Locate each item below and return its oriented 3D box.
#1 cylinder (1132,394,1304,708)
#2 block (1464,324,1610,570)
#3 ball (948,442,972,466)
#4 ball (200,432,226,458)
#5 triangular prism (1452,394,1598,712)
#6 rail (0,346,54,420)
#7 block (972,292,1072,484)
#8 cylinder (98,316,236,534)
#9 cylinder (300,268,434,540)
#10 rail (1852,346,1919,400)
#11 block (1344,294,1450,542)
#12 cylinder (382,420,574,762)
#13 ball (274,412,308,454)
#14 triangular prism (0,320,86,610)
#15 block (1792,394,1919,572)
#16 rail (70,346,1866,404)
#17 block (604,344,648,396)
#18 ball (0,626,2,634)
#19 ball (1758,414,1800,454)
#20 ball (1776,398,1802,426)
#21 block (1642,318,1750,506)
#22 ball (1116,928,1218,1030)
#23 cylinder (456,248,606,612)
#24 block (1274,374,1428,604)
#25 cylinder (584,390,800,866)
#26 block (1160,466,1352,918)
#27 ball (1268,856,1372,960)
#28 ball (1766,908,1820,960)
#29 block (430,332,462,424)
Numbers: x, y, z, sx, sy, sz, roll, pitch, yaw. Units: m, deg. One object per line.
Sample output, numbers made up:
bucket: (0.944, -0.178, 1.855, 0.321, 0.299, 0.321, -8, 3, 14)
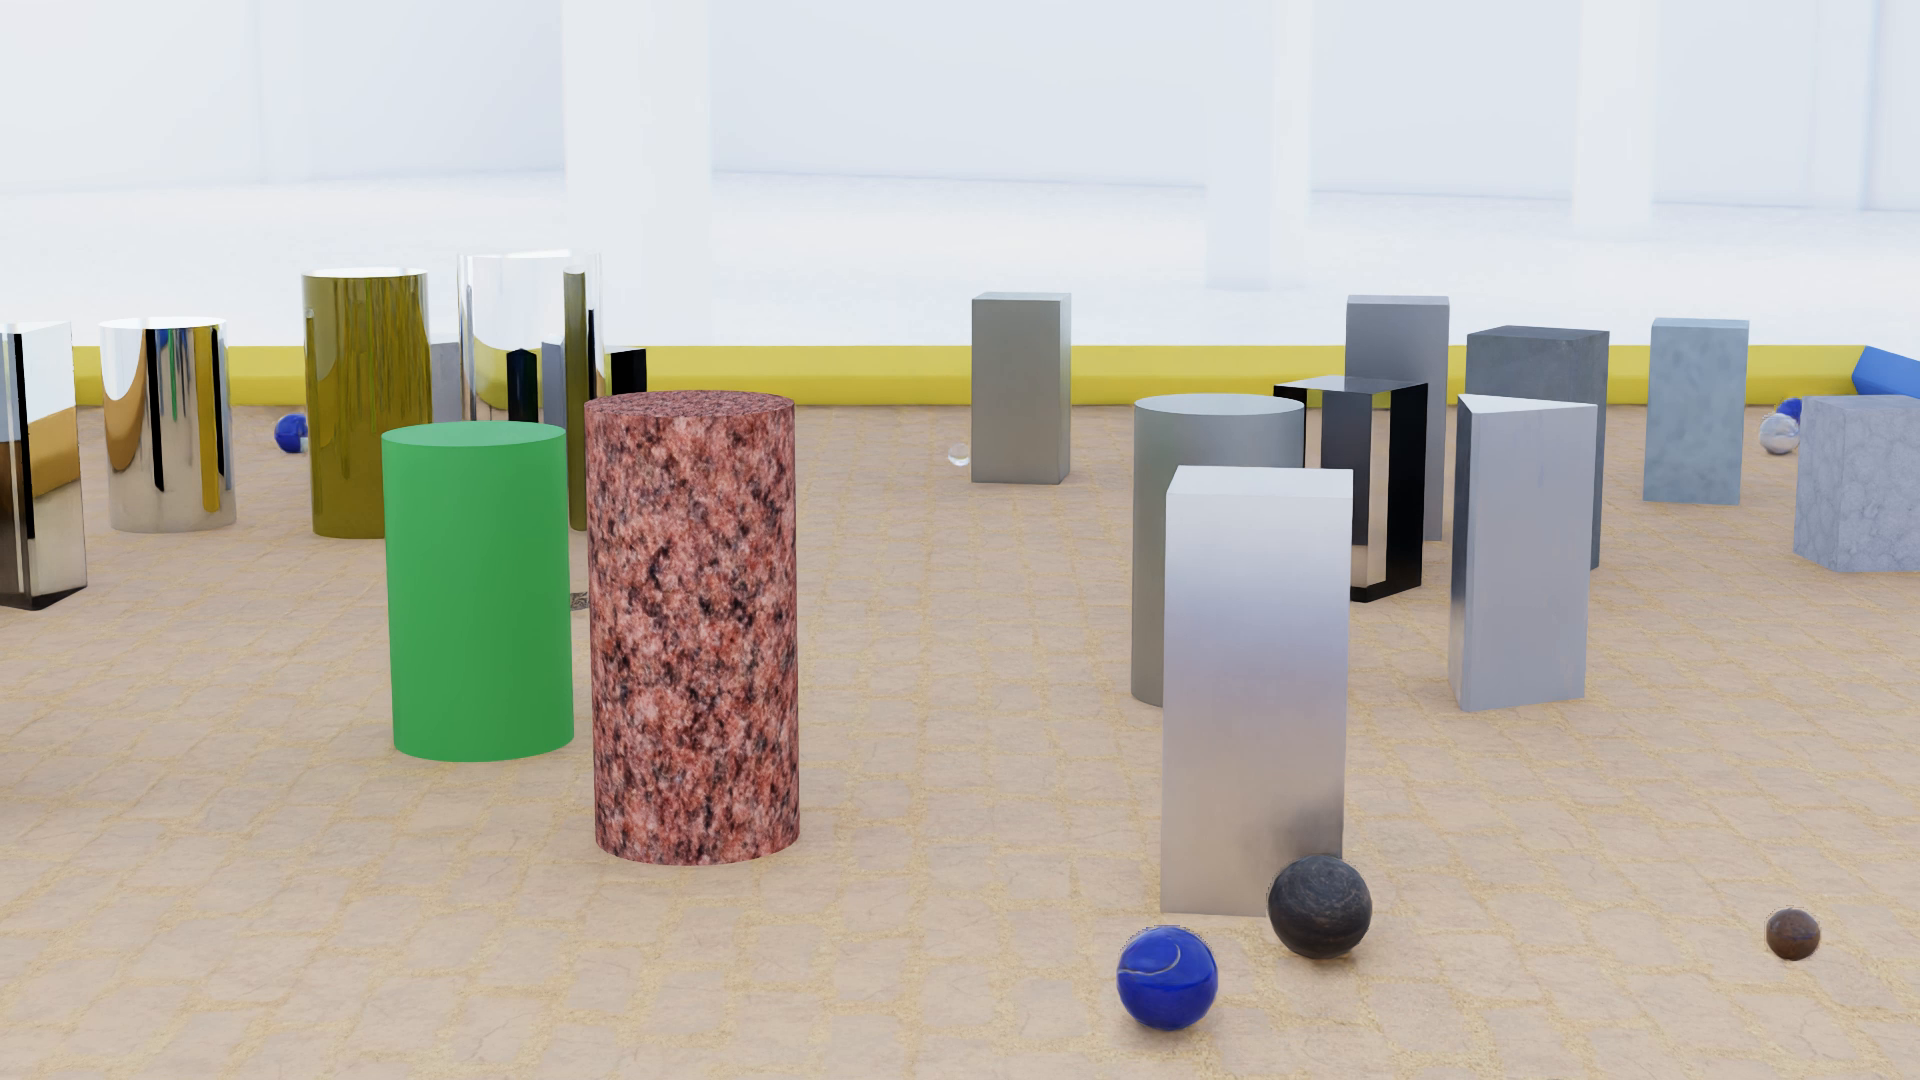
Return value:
cylinder: (0.298, 0.011, 2.978, 0.194, 0.342, 0.194, 0, 11, 0)
block: (0.830, -0.127, 3.711, 0.156, 0.347, 0.156, 7, 12, 32)
ball: (0.001, -0.157, 4.697, 0.045, 0.045, 0.045, 0, 11, 0)
ball: (-1.396, -0.177, 4.795, 0.049, 0.049, 0.049, 0, 11, 0)
triangular prism: (0.621, 0.009, 2.991, 0.168, 0.343, 0.146, -5, 12, -24)
rail: (-1.950, 0.035, 3.438, 0.045, 0.126, 4.269, 0, 11, 0)
block: (0.110, -0.272, 4.554, 0.156, 0.323, 0.156, 2, 11, 10)
cylinder: (-1.263, -0.186, 4.096, 0.194, 0.323, 0.194, 0, 11, 0)
cylinder: (-0.930, -0.218, 4.041, 0.194, 0.406, 0.194, 0, 11, 0)
rail: (1.950, 0.030, 3.460, 0.045, 0.126, 4.269, 0, 11, 0)
block: (0.681, -0.194, 4.021, 0.156, 0.365, 0.156, 2, 11, 9)
cylinder: (-0.520, 0.051, 2.775, 0.194, 0.337, 0.194, 0, 11, 0)
ball: (-1.254, -0.201, 4.842, 0.079, 0.079, 0.079, 0, 11, 0)
triangular prism: (-1.275, -0.108, 3.531, 0.168, 0.375, 0.146, 7, 13, 33)
block: (1.342, -0.085, 3.784, 0.156, 0.238, 0.156, -1, 11, -5)
rail: (-0.012, -0.353, 5.524, 3.948, 0.126, 0.045, 0, 11, 0)
block: (-0.646, -0.204, 4.399, 0.156, 0.246, 0.156, 8, 13, 35)
ball: (-1.218, 0.110, 3.128, 0.093, 0.093, 0.093, 0, 11, 0)
ball: (1.545, -0.199, 4.836, 0.077, 0.077, 0.077, 0, 11, 0)
ball: (1.668, -0.250, 5.135, 0.069, 0.069, 0.069, 0, 11, 0)
block: (1.250, -0.221, 4.353, 0.156, 0.296, 0.156, 3, 11, 17)
ball: (0.158, 0.335, 1.958, 0.078, 0.078, 0.078, 0, 11, 0)
cylinder: (-0.579, -0.153, 3.494, 0.194, 0.476, 0.194, 0, 11, 0)
block: (0.543, -0.075, 3.591, 0.156, 0.288, 0.156, 8, 13, 38)
cylinder: (-0.251, 0.078, 2.418, 0.194, 0.416, 0.194, 0, 11, 0)
block: (0.263, 0.130, 2.262, 0.156, 0.369, 0.156, 2, 11, 8)
ball: (0.296, 0.303, 2.113, 0.085, 0.085, 0.085, 0, 11, 0)
ball: (0.685, 0.324, 2.110, 0.043, 0.043, 0.043, 0, 11, 0)
block: (-0.911, -0.217, 4.425, 0.156, 0.262, 0.156, -10, 14, -43)
